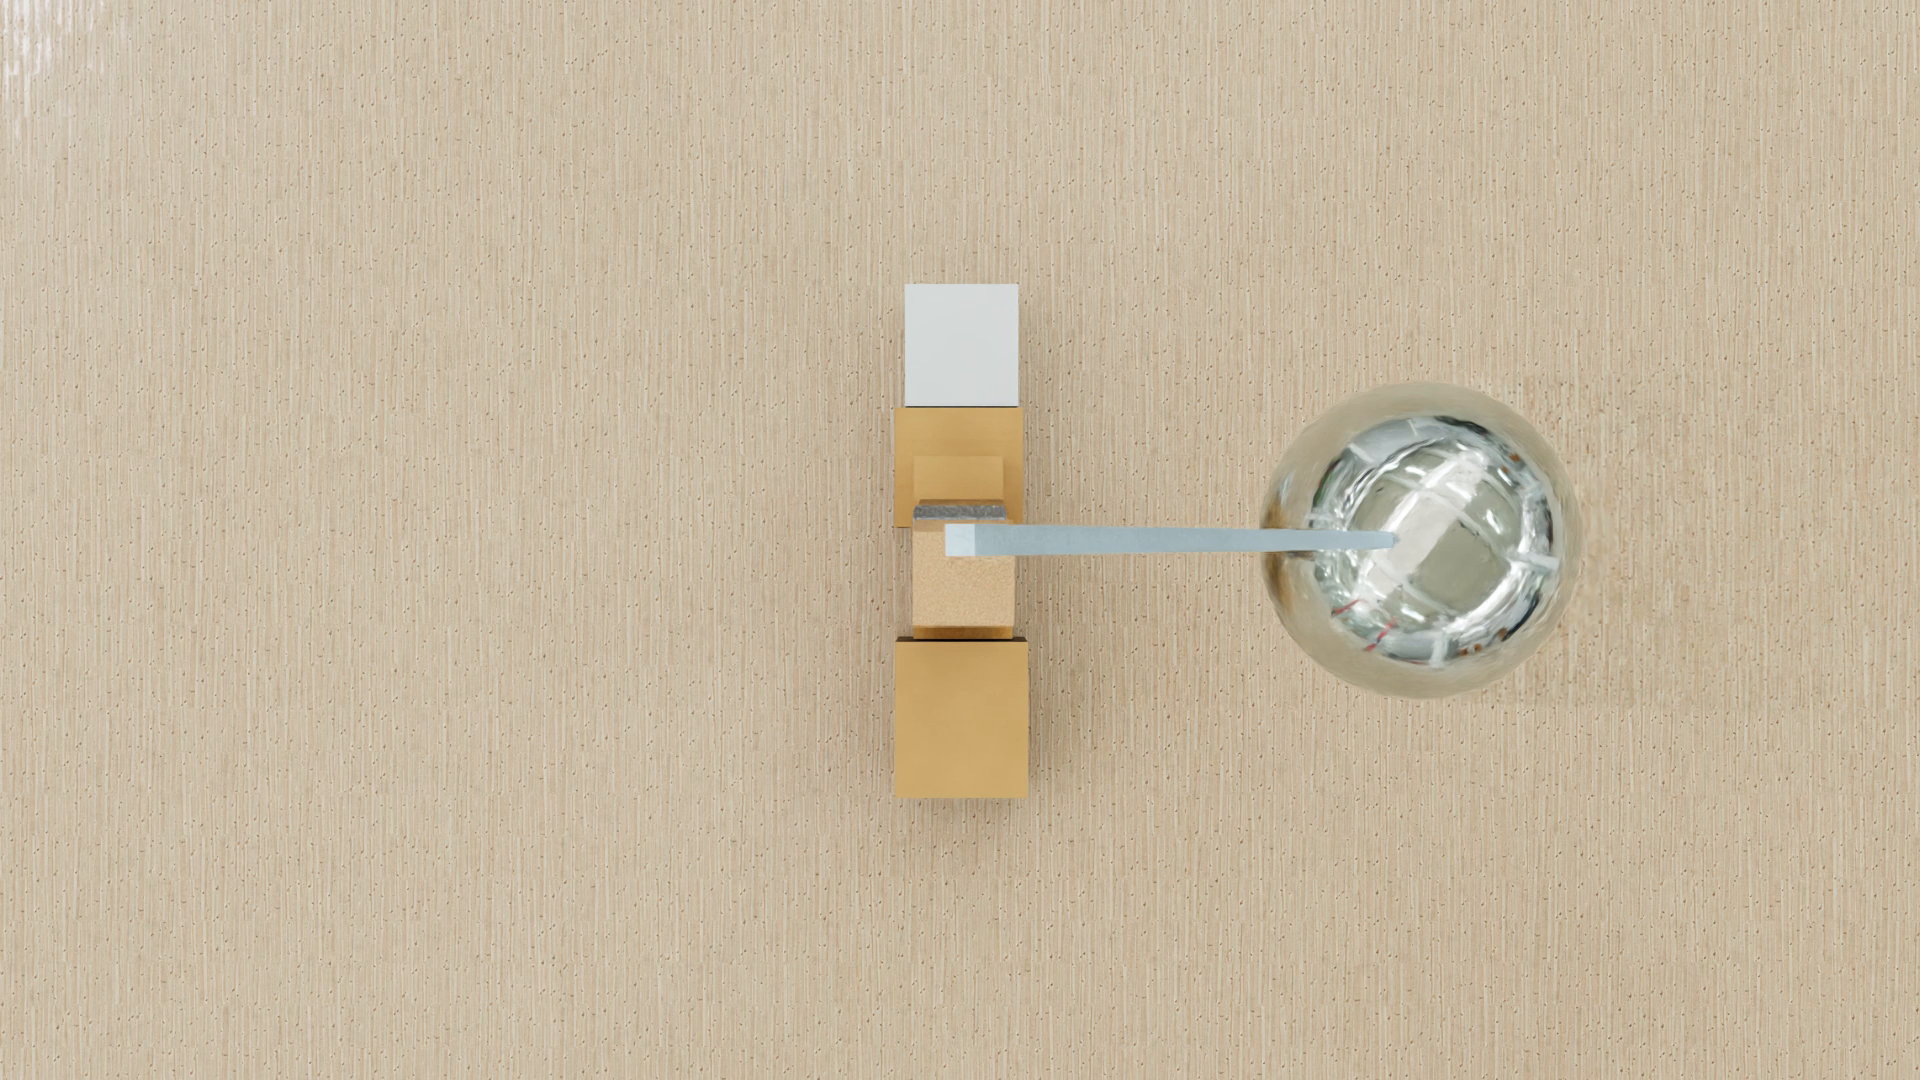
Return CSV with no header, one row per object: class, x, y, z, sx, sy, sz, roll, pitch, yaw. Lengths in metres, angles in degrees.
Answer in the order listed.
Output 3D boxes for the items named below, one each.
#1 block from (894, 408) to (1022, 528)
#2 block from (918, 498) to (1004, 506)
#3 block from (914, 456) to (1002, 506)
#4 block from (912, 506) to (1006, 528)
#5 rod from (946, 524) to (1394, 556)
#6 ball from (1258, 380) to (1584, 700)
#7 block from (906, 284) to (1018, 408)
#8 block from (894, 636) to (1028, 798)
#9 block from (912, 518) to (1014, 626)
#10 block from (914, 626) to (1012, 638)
block,-0.006,-0.409,12.683,0.720,0.634,0.671,0,90,0
block,0.008,0.026,11.619,0.448,0.368,0.443,0,98,0
block,-0.010,-0.230,12.083,0.476,0.565,0.445,0,90,0
block,-0.002,0.086,11.204,0.469,0.471,0.469,0,98,0
rod,0.994,0.000,7.892,0.080,5.200,0.080,0,90,22
ball,2.295,0.000,11.034,1.600,1.600,1.600,0,90,0
block,0.010,-1.098,12.694,0.636,0.613,0.688,0,90,0
block,0.008,1.006,12.648,0.744,0.704,0.872,0,90,0
block,0.016,0.153,10.734,0.487,0.478,0.454,0,98,0
block,0.018,0.249,12.732,0.558,0.536,0.624,0,90,0
